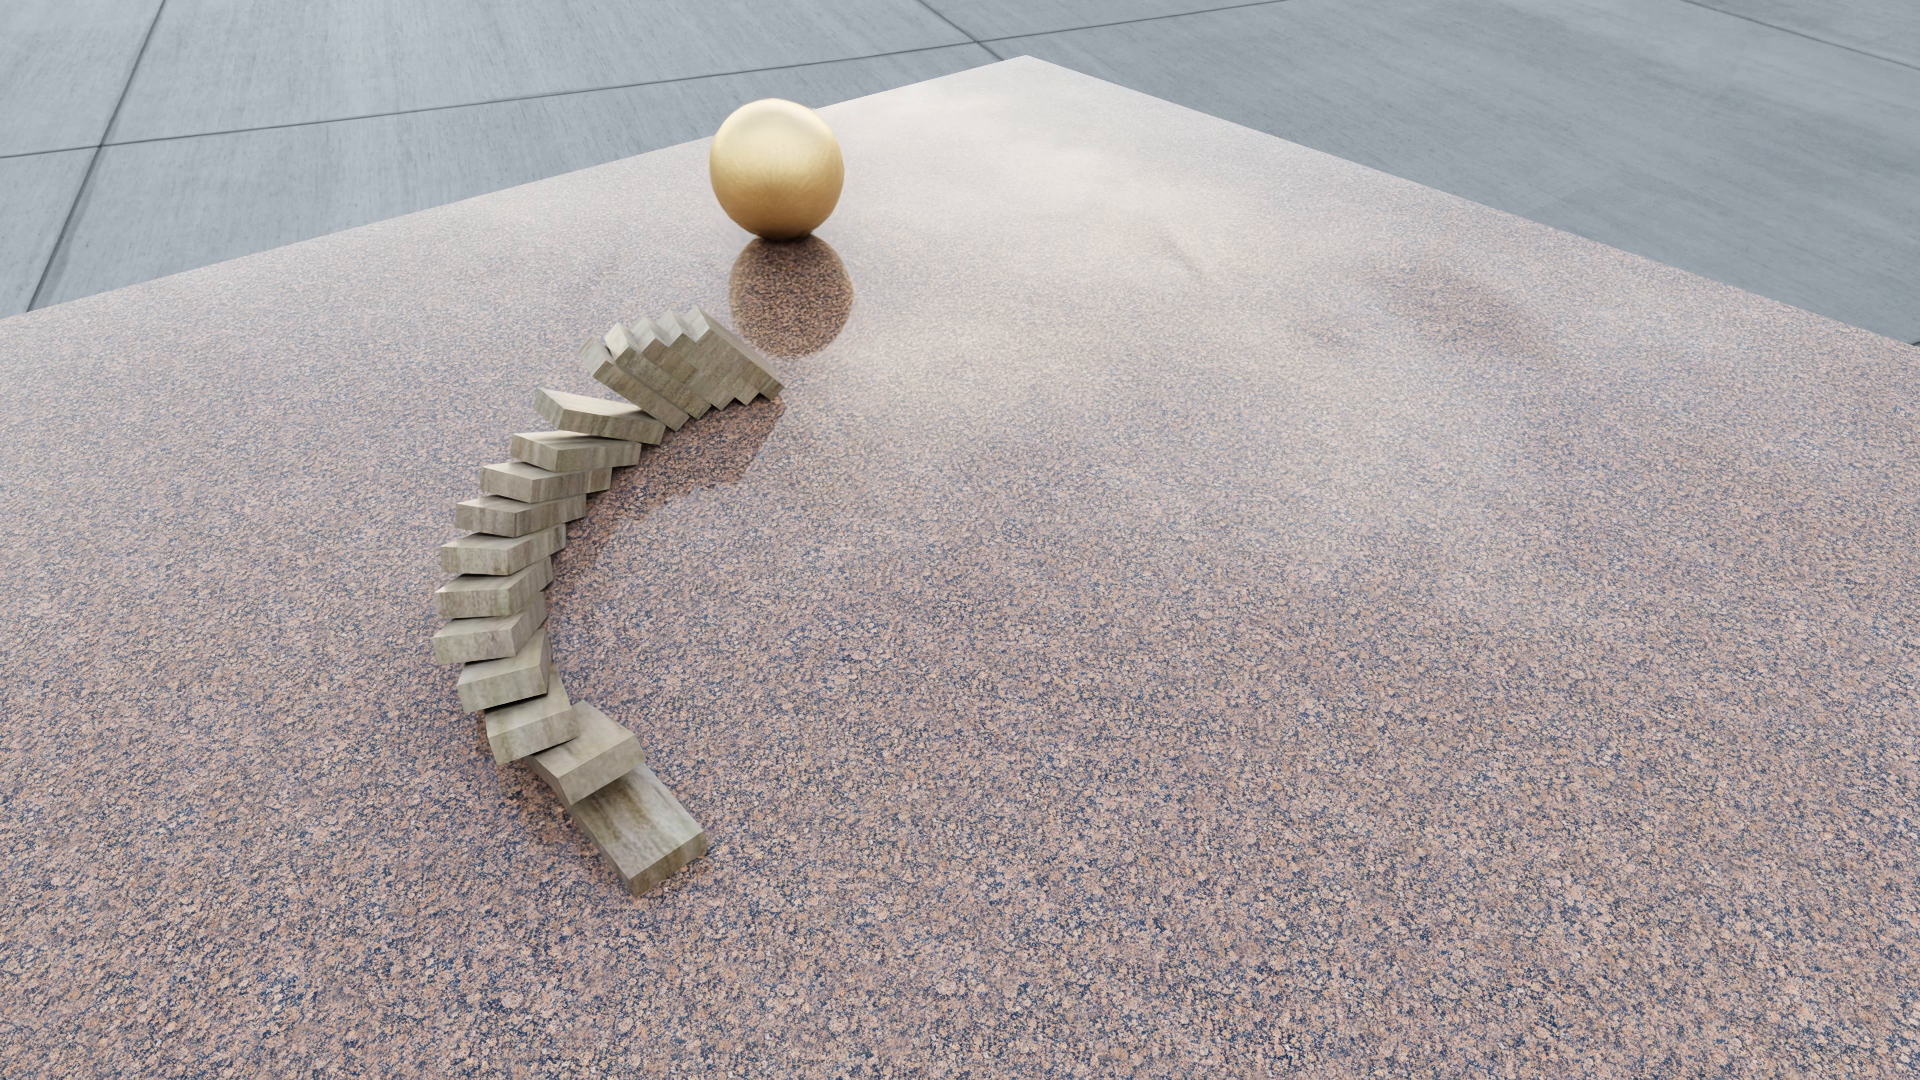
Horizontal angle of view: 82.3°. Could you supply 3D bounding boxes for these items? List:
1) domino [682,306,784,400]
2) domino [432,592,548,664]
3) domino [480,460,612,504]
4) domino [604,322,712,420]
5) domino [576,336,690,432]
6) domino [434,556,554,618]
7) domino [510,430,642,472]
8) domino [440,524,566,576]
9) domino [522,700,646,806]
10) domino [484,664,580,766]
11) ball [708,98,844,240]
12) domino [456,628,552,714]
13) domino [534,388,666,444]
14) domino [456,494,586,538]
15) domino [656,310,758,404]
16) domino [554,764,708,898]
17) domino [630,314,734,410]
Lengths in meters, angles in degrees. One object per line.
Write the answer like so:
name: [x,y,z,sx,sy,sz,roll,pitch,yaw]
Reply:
domino: [-0.108,-0.089,0.524,0.009,0.050,0.025,-44,45,8]
domino: [-0.165,0.030,0.389,0.025,0.010,0.050,-6,13,-7]
domino: [-0.171,-0.026,0.457,0.025,0.010,0.050,14,13,16]
domino: [-0.140,-0.078,0.511,0.009,0.050,0.025,-44,44,8]
domino: [-0.149,-0.071,0.502,0.010,0.050,0.025,-47,47,6]
domino: [-0.171,0.017,0.406,0.025,0.010,0.050,-3,12,-3]
domino: [-0.164,-0.039,0.473,0.025,0.009,0.050,19,15,21]
domino: [-0.174,0.002,0.423,0.025,0.010,0.050,3,12,4]
domino: [-0.121,0.066,0.347,0.025,0.009,0.050,-29,22,-30]
domino: [-0.141,0.056,0.359,0.025,0.009,0.050,-19,18,-21]
ball: [-0.109,-0.221,0.657,0.080,0.080,0.080,0,39,0]
domino: [-0.153,0.043,0.373,0.025,0.010,0.050,-14,14,-16]
domino: [-0.160,-0.055,0.489,0.025,0.009,0.050,33,18,38]
domino: [-0.175,-0.012,0.440,0.025,0.009,0.050,9,12,11]
domino: [-0.119,-0.086,0.521,0.010,0.050,0.025,-44,45,8]
domino: [-0.103,0.084,0.340,0.025,0.010,0.050,-30,48,-31]
domino: [-0.130,-0.083,0.517,0.009,0.050,0.025,-44,45,8]
